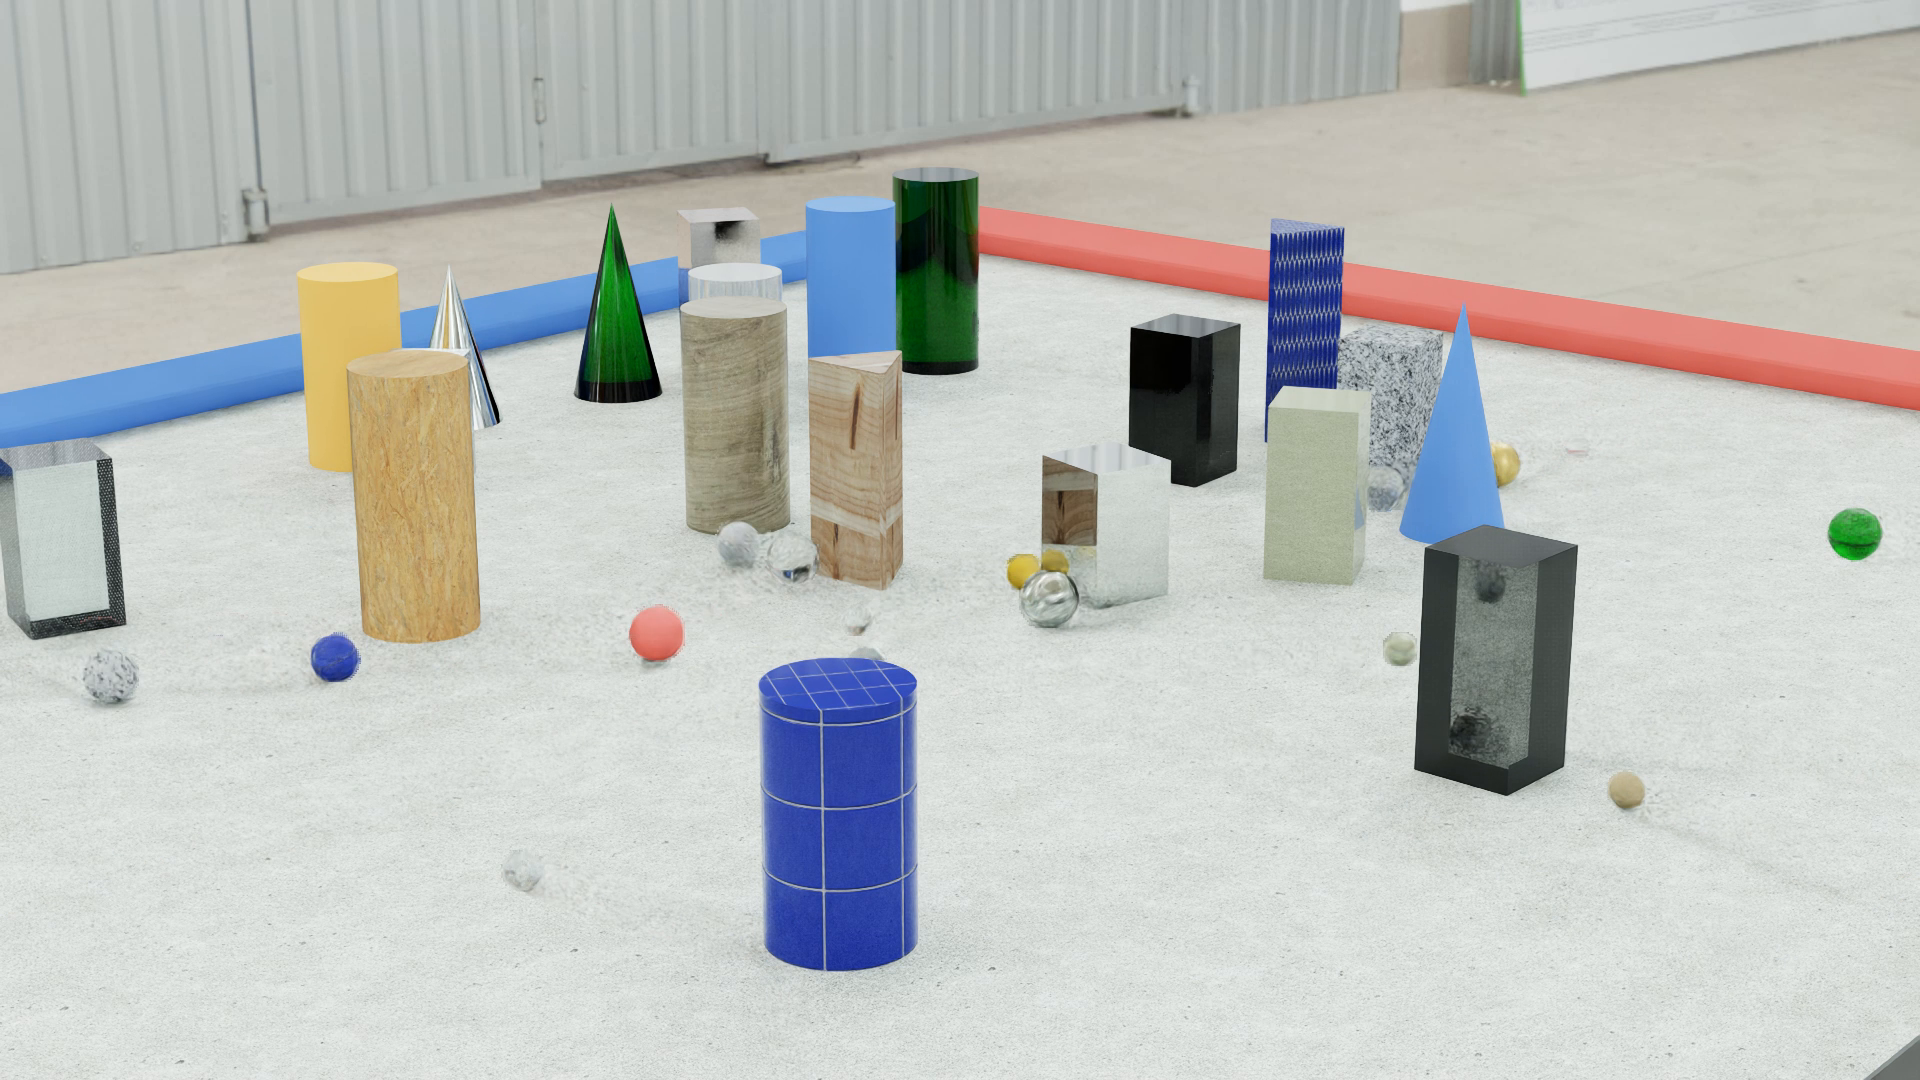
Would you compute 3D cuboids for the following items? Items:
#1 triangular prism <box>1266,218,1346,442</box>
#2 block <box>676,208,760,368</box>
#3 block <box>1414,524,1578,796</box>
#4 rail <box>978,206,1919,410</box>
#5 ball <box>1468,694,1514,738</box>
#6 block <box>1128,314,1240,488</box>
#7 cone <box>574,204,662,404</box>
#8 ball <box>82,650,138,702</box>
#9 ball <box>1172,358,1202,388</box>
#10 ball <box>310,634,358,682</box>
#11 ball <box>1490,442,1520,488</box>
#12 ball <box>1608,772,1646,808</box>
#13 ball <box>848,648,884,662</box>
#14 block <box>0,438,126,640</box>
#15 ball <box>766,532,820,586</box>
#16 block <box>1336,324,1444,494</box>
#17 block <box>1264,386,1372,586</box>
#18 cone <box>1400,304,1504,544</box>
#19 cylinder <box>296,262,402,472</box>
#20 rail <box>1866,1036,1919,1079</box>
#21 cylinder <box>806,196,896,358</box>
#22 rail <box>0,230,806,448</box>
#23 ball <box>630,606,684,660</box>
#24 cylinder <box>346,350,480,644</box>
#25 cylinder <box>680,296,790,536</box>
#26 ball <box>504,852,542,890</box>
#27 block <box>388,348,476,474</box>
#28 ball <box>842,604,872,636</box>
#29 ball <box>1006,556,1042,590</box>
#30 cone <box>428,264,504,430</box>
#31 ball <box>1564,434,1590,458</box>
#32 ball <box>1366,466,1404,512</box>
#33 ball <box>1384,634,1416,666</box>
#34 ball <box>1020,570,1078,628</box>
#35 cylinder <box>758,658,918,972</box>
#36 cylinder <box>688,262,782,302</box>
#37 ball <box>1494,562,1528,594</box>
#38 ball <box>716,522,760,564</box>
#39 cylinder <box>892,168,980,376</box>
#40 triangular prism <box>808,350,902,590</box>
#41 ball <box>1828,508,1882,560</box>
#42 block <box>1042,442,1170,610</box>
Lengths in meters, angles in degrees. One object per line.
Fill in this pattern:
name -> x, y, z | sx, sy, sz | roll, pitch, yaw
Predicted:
triangular prism -> 0.689, -0.445, 6.164 | 0.172, 0.442, 0.149 | -7, 18, -23
block -> -0.546, -0.558, 6.672 | 0.159, 0.367, 0.159 | -5, 17, -15
block -> 0.782, 0.173, 4.285 | 0.159, 0.343, 0.159 | 15, 22, 40
rail -> 1.531, -0.476, 6.808 | 4.184, 0.129, 0.045 | 14, 22, 39
ball -> 0.807, 0.267, 4.450 | 0.068, 0.068, 0.068 | 0, 17, 0
block -> 0.448, -0.281, 5.859 | 0.159, 0.304, 0.159 | 12, 21, 35
cone -> -0.763, -0.535, 6.484 | 0.198, 0.431, 0.198 | 0, 17, 0
ball -> -1.334, 0.213, 4.604 | 0.083, 0.083, 0.083 | 0, 17, 0
ball -> 0.511, -0.373, 6.578 | 0.066, 0.066, 0.066 | 0, 17, 0
ball -> -1.002, 0.189, 4.695 | 0.076, 0.076, 0.076 | 0, 17, 0
ball -> 1.062, -0.150, 5.794 | 0.091, 0.091, 0.091 | 0, 17, 0
ball -> 0.951, 0.358, 4.178 | 0.051, 0.051, 0.051 | 0, 17, 0
ball -> -0.150, 0.202, 4.673 | 0.063, 0.063, 0.063 | 0, 17, 0
block -> -1.523, -0.004, 4.959 | 0.159, 0.293, 0.159 | -10, 19, -30
ball -> -0.295, 0.034, 5.177 | 0.094, 0.094, 0.094 | 0, 17, 0
block -> 0.850, -0.263, 5.819 | 0.159, 0.293, 0.159 | 9, 19, 28
block -> 0.638, -0.098, 5.232 | 0.159, 0.316, 0.159 | 5, 17, 15
cone -> 0.925, -0.229, 5.444 | 0.198, 0.443, 0.198 | 0, 17, 0
cylinder -> -1.231, -0.352, 5.946 | 0.198, 0.390, 0.198 | 0, 17, 0
rail -> 1.562, 0.423, 3.821 | 0.045, 0.129, 4.717 | 14, 22, 39
cylinder -> -0.242, -0.543, 6.536 | 0.198, 0.416, 0.198 | 0, 17, 0
rail -> -1.562, -0.359, 6.418 | 0.045, 0.129, 4.717 | 14, 22, 39
ball -> -0.496, 0.153, 4.791 | 0.089, 0.089, 0.089 | 0, 17, 0
cylinder -> -0.914, -0.074, 4.912 | 0.198, 0.454, 0.198 | 0, 17, 0
cylinder -> -0.421, -0.234, 5.511 | 0.198, 0.415, 0.198 | 0, 17, 0
ball -> -0.582, 0.440, 3.904 | 0.051, 0.051, 0.051 | 0, 17, 0
block -> -1.060, -0.237, 5.804 | 0.159, 0.253, 0.159 | 1, 17, 4
ball -> -0.172, 0.134, 4.918 | 0.052, 0.052, 0.052 | 0, 17, 0
ball -> 0.113, 0.058, 5.155 | 0.061, 0.061, 0.061 | 0, 17, 0
cone -> -1.083, -0.422, 6.261 | 0.198, 0.343, 0.198 | 0, 17, 0
ball -> 1.264, -0.191, 6.001 | 0.051, 0.051, 0.051 | 0, 17, 0
ball -> 0.809, -0.100, 5.632 | 0.088, 0.088, 0.088 | 0, 17, 0
ball -> 0.717, 0.178, 4.773 | 0.052, 0.052, 0.052 | 0, 17, 0
ball -> 0.151, 0.099, 4.954 | 0.099, 0.099, 0.099 | 0, 17, 0
cylinder -> -0.152, 0.345, 3.708 | 0.198, 0.347, 0.198 | 0, 17, 0
cylinder -> -0.477, -0.414, 6.266 | 0.198, 0.323, 0.198 | 0, 17, 0
ball -> 0.964, 0.068, 5.132 | 0.056, 0.056, 0.056 | 0, 17, 0
ball -> -0.400, 0.006, 5.298 | 0.078, 0.078, 0.078 | 0, 17, 0
cylinder -> -0.055, -0.618, 6.733 | 0.198, 0.446, 0.198 | 0, 17, 0
triangular prism -> -0.153, -0.132, 5.209 | 0.172, 0.393, 0.149 | 13, 21, 38
ball -> 1.625, -0.011, 5.325 | 0.096, 0.096, 0.096 | 0, 17, 0
block -> 0.254, -0.026, 5.120 | 0.159, 0.243, 0.159 | -11, 20, -33
